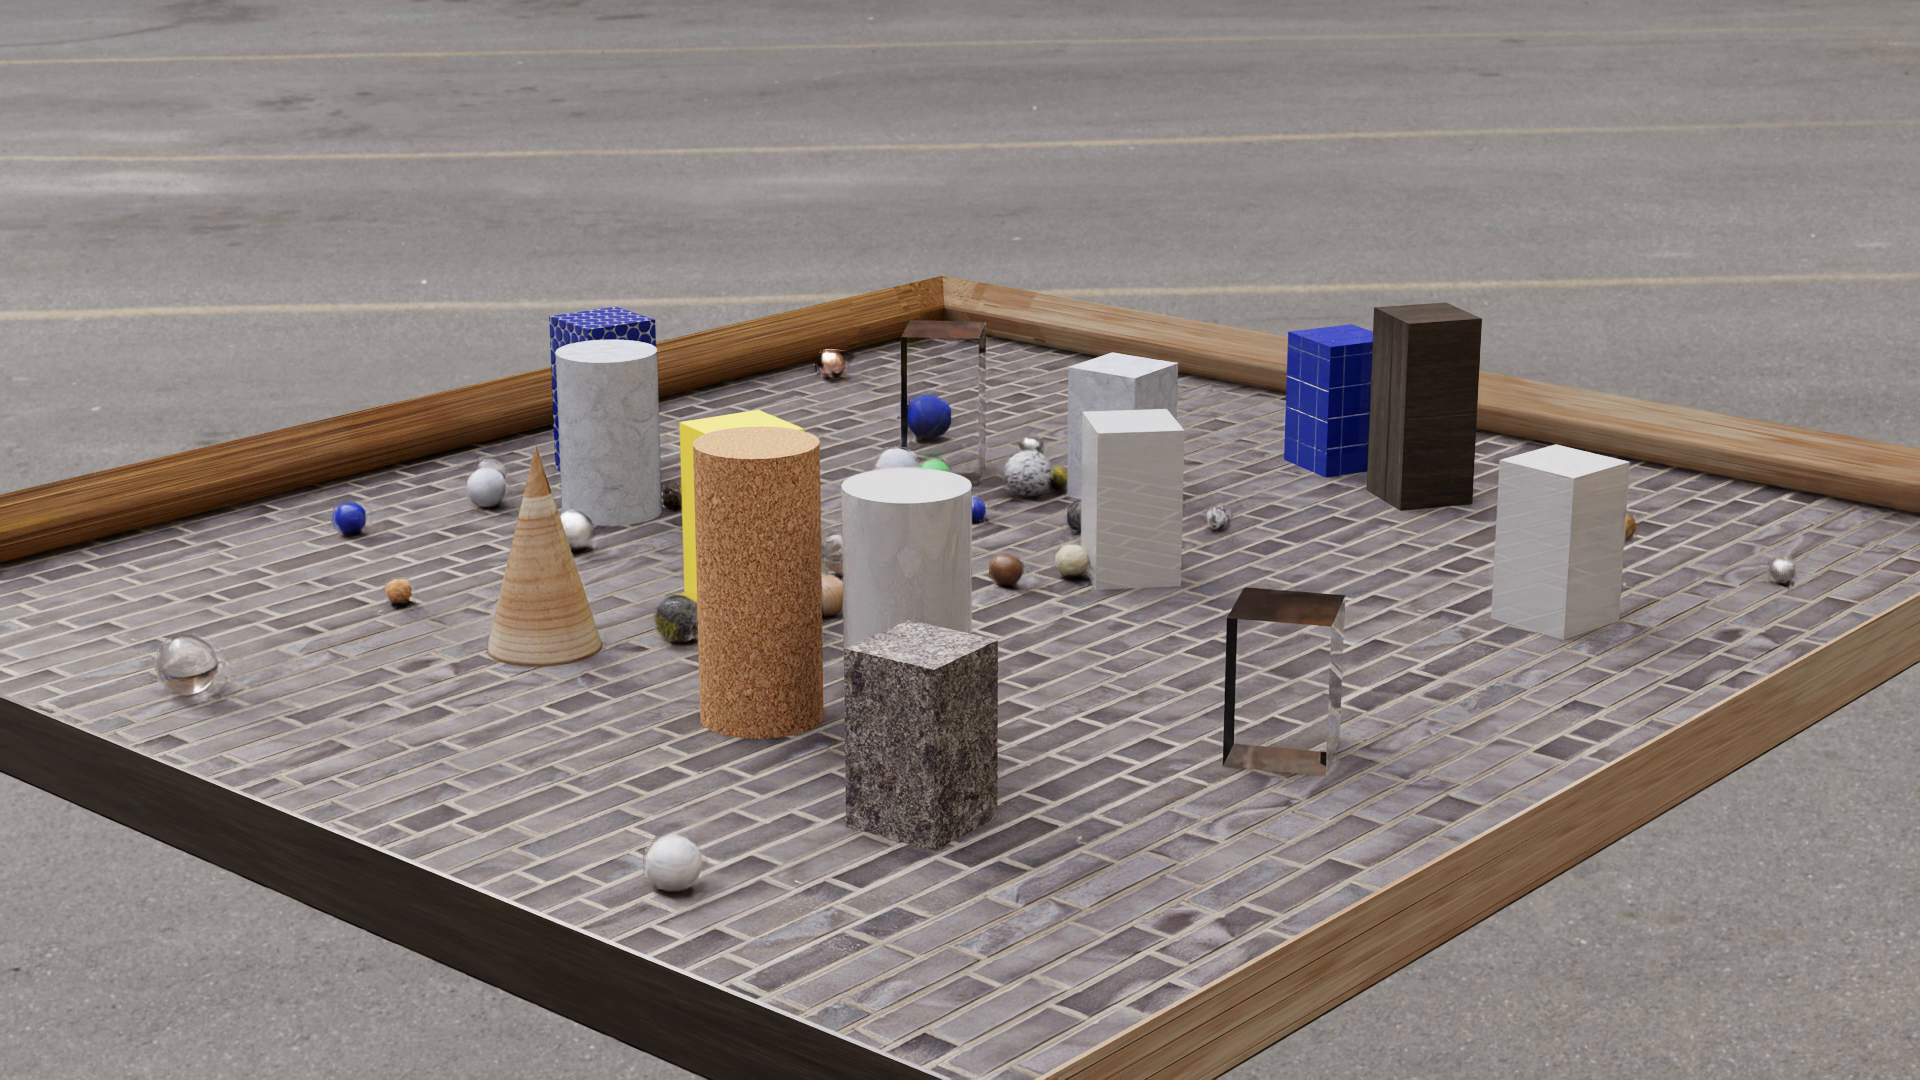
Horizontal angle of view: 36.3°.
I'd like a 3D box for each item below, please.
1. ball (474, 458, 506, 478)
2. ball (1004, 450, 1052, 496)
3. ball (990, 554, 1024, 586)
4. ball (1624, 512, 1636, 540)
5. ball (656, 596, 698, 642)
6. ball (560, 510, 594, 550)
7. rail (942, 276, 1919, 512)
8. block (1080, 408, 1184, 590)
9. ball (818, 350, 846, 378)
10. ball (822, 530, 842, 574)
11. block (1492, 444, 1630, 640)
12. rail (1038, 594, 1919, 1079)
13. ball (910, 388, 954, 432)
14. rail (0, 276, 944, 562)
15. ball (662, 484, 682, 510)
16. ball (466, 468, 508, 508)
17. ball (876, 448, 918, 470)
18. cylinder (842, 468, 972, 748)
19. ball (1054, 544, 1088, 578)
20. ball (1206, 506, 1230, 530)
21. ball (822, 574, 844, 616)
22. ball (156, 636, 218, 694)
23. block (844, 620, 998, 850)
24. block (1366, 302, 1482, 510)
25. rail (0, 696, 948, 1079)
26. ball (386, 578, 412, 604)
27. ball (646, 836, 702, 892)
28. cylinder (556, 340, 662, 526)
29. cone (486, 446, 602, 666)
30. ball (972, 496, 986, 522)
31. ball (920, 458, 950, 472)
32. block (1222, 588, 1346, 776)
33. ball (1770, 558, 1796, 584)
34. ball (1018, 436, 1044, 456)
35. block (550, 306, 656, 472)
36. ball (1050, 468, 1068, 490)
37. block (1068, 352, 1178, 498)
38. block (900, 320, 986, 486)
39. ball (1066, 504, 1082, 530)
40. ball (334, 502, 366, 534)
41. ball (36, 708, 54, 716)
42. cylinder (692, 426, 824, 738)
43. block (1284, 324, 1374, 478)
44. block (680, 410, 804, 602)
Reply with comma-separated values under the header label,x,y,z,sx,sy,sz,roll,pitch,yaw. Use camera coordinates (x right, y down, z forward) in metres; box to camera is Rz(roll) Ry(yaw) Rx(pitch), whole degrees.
label,x,y,z,sx,sy,sz,roll,pitch,yaw
ball,-0.923,-0.128,5.756,0.064,0.064,0.064,0,17,0
ball,0.132,-0.129,5.712,0.091,0.091,0.091,0,17,0
ball,0.083,0.052,5.168,0.057,0.057,0.057,0,17,0
ball,1.226,-0.025,5.431,0.054,0.054,0.054,0,17,0
ball,-0.466,0.131,4.870,0.079,0.079,0.079,0,17,0
ball,-0.708,-0.018,5.373,0.074,0.074,0.074,0,17,0
rail,1.019,-0.308,6.244,2.853,0.124,0.045,14,22,39
block,0.304,-0.073,5.192,0.153,0.284,0.153,-2,17,-7
ball,-0.291,-0.398,6.649,0.063,0.063,0.063,0,17,0
ball,-0.210,0.021,5.236,0.078,0.078,0.078,0,17,0
block,1.013,0.002,4.952,0.153,0.280,0.153,-14,22,-40
rail,1.059,0.297,4.240,0.045,0.124,3.156,14,22,39
ball,-0.059,-0.274,6.184,0.095,0.095,0.095,0,17,0
rail,-1.059,-0.235,6.001,0.045,0.124,3.156,14,22,39
ball,-0.546,-0.082,5.624,0.051,0.051,0.051,0,17,0
ball,-0.910,-0.101,5.642,0.077,0.077,0.077,0,17,0
ball,-0.124,-0.138,5.752,0.084,0.084,0.084,0,17,0
cylinder,-0.078,0.116,4.349,0.191,0.409,0.191,0,17,0
ball,0.198,0.038,5.214,0.059,0.059,0.059,0,17,0
ball,0.485,-0.041,5.500,0.045,0.045,0.045,0,17,0
ball,-0.227,0.094,5.005,0.071,0.071,0.071,0,17,0
ball,-1.219,0.198,4.626,0.093,0.093,0.093,0,17,0
block,-0.053,0.270,4.090,0.153,0.264,0.153,12,20,33
block,0.895,-0.259,5.665,0.153,0.367,0.153,-5,18,-17
rail,-1.019,0.370,3.997,2.853,0.124,0.045,14,22,39
ball,-0.970,0.089,5.067,0.045,0.045,0.045,0,17,0
ball,-0.380,0.429,3.891,0.075,0.075,0.075,0,17,0
cylinder,-0.667,-0.205,5.574,0.191,0.316,0.191,0,17,0
cone,-0.687,0.011,4.800,0.191,0.349,0.191,0,17,0
ball,0.024,-0.058,5.549,0.049,0.049,0.049,0,17,0
ball,-0.050,-0.127,5.750,0.065,0.065,0.065,0,17,0
block,0.481,0.208,4.352,0.153,0.231,0.153,4,17,14
ball,1.455,0.054,5.185,0.045,0.045,0.045,0,17,0
ball,0.146,-0.184,5.960,0.052,0.052,0.052,0,17,0
block,-0.709,-0.289,5.851,0.153,0.315,0.153,-12,21,-35
ball,0.192,-0.121,5.768,0.042,0.042,0.042,0,17,0
block,0.316,-0.214,5.702,0.153,0.259,0.153,12,21,34
block,-0.032,-0.273,5.827,0.153,0.299,0.153,2,17,5
ball,0.225,-0.043,5.493,0.052,0.052,0.052,0,17,0
ball,-1.137,-0.040,5.471,0.060,0.060,0.060,0,17,0
ball,-1.374,0.287,4.364,0.073,0.073,0.073,0,17,0
cylinder,-0.306,0.063,4.472,0.191,0.439,0.191,0,17,0
block,0.764,-0.282,5.913,0.153,0.267,0.153,-8,19,-26
block,-0.366,-0.031,4.961,0.153,0.337,0.153,-11,20,-32
